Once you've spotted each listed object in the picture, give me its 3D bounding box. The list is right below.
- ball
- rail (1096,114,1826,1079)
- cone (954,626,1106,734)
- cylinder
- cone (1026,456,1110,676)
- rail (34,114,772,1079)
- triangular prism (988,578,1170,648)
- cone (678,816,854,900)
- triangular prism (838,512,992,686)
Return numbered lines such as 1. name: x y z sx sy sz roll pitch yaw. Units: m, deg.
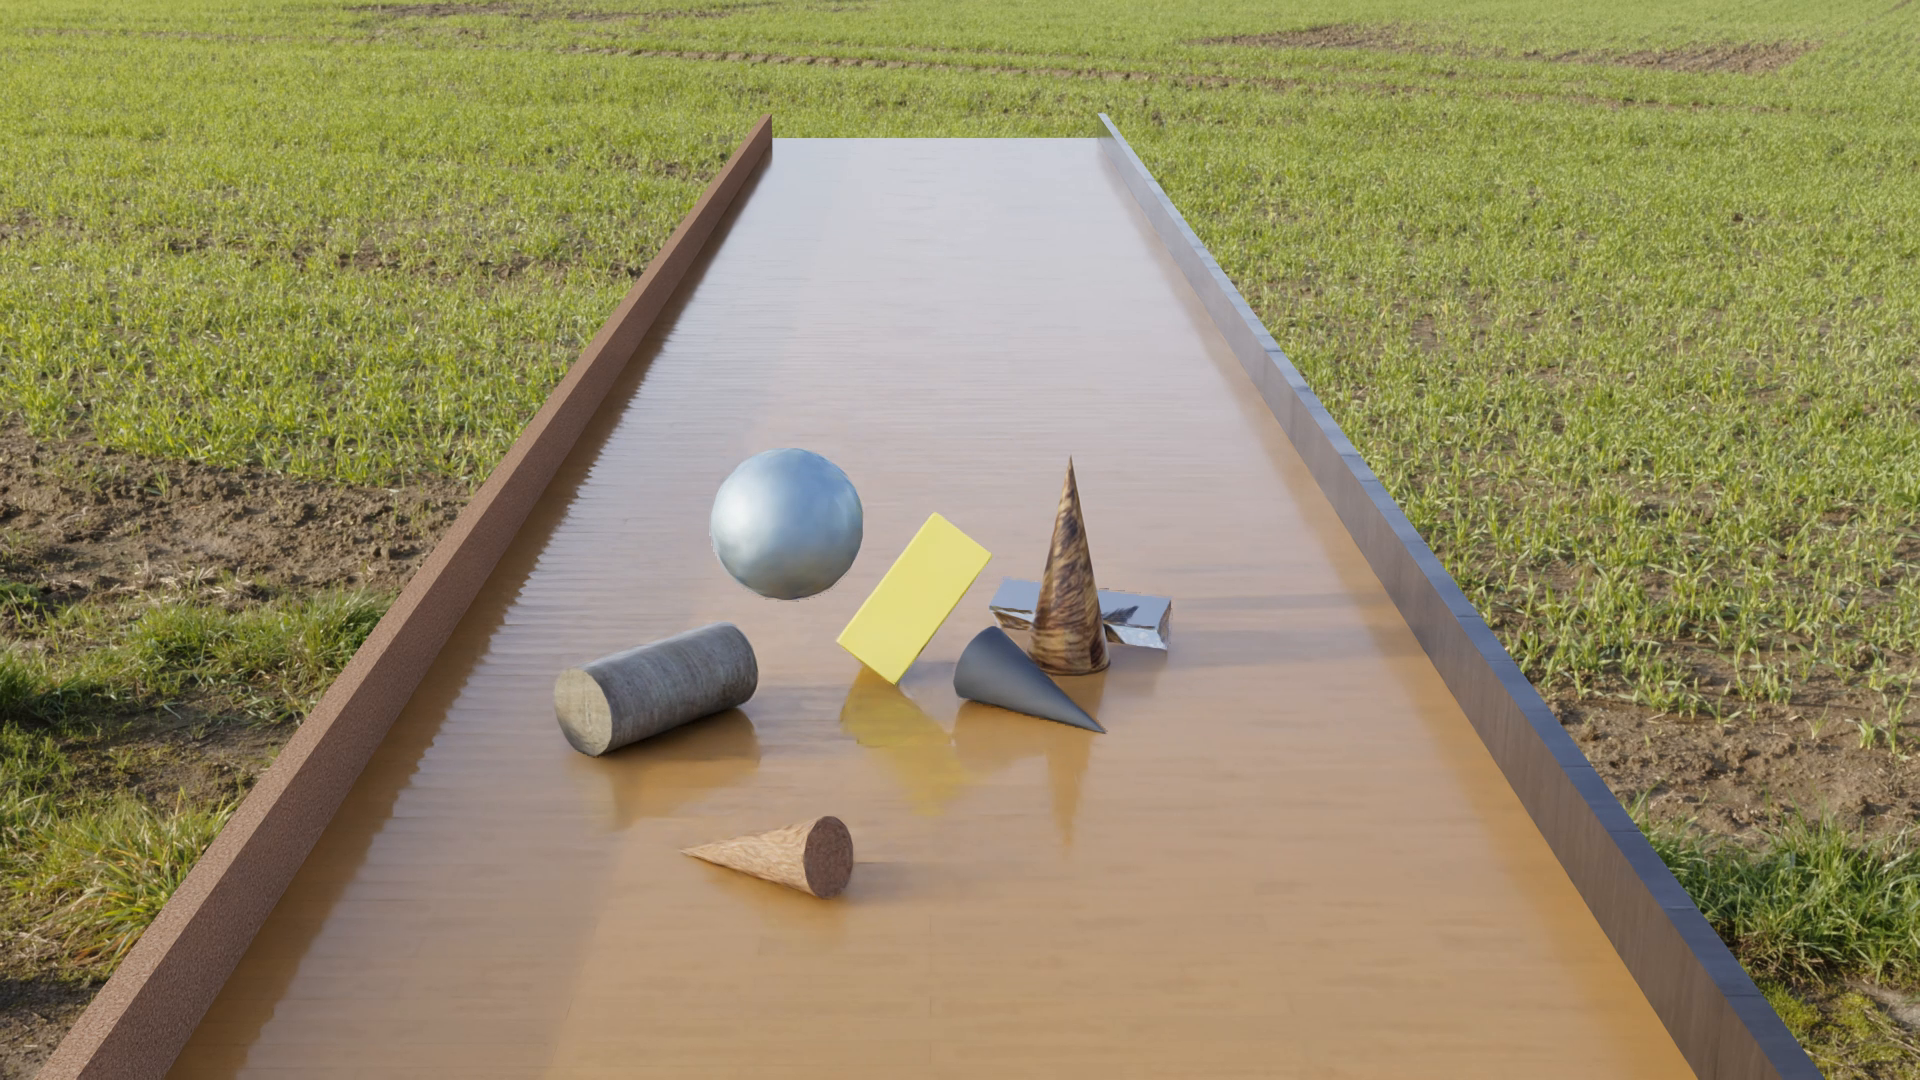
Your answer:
1. ball: -0.262 -0.025 3.346 0.232 0.232 0.232 0 17 0
2. rail: 0.932 -0.844 7.801 0.050 0.150 12.000 0 17 -1
3. cone: 0.154 0.295 4.107 0.307 0.151 0.151 28 29 31
4. cylinder: -0.555 0.269 4.036 0.163 0.163 0.350 14 22 40
5. cone: 0.215 0.038 4.345 0.172 0.430 0.172 0 17 0
6. rail: -1.118 -0.838 7.780 0.050 0.150 12.000 0 17 -1
7. triangular prism: 0.251 0.140 4.520 0.361 0.088 0.102 7 -23 22
8. cone: -0.328 0.494 3.456 0.305 0.126 0.126 -3 12 34
9. triangular prism: -0.092 0.117 4.343 0.142 0.317 0.123 37 -6 -2
